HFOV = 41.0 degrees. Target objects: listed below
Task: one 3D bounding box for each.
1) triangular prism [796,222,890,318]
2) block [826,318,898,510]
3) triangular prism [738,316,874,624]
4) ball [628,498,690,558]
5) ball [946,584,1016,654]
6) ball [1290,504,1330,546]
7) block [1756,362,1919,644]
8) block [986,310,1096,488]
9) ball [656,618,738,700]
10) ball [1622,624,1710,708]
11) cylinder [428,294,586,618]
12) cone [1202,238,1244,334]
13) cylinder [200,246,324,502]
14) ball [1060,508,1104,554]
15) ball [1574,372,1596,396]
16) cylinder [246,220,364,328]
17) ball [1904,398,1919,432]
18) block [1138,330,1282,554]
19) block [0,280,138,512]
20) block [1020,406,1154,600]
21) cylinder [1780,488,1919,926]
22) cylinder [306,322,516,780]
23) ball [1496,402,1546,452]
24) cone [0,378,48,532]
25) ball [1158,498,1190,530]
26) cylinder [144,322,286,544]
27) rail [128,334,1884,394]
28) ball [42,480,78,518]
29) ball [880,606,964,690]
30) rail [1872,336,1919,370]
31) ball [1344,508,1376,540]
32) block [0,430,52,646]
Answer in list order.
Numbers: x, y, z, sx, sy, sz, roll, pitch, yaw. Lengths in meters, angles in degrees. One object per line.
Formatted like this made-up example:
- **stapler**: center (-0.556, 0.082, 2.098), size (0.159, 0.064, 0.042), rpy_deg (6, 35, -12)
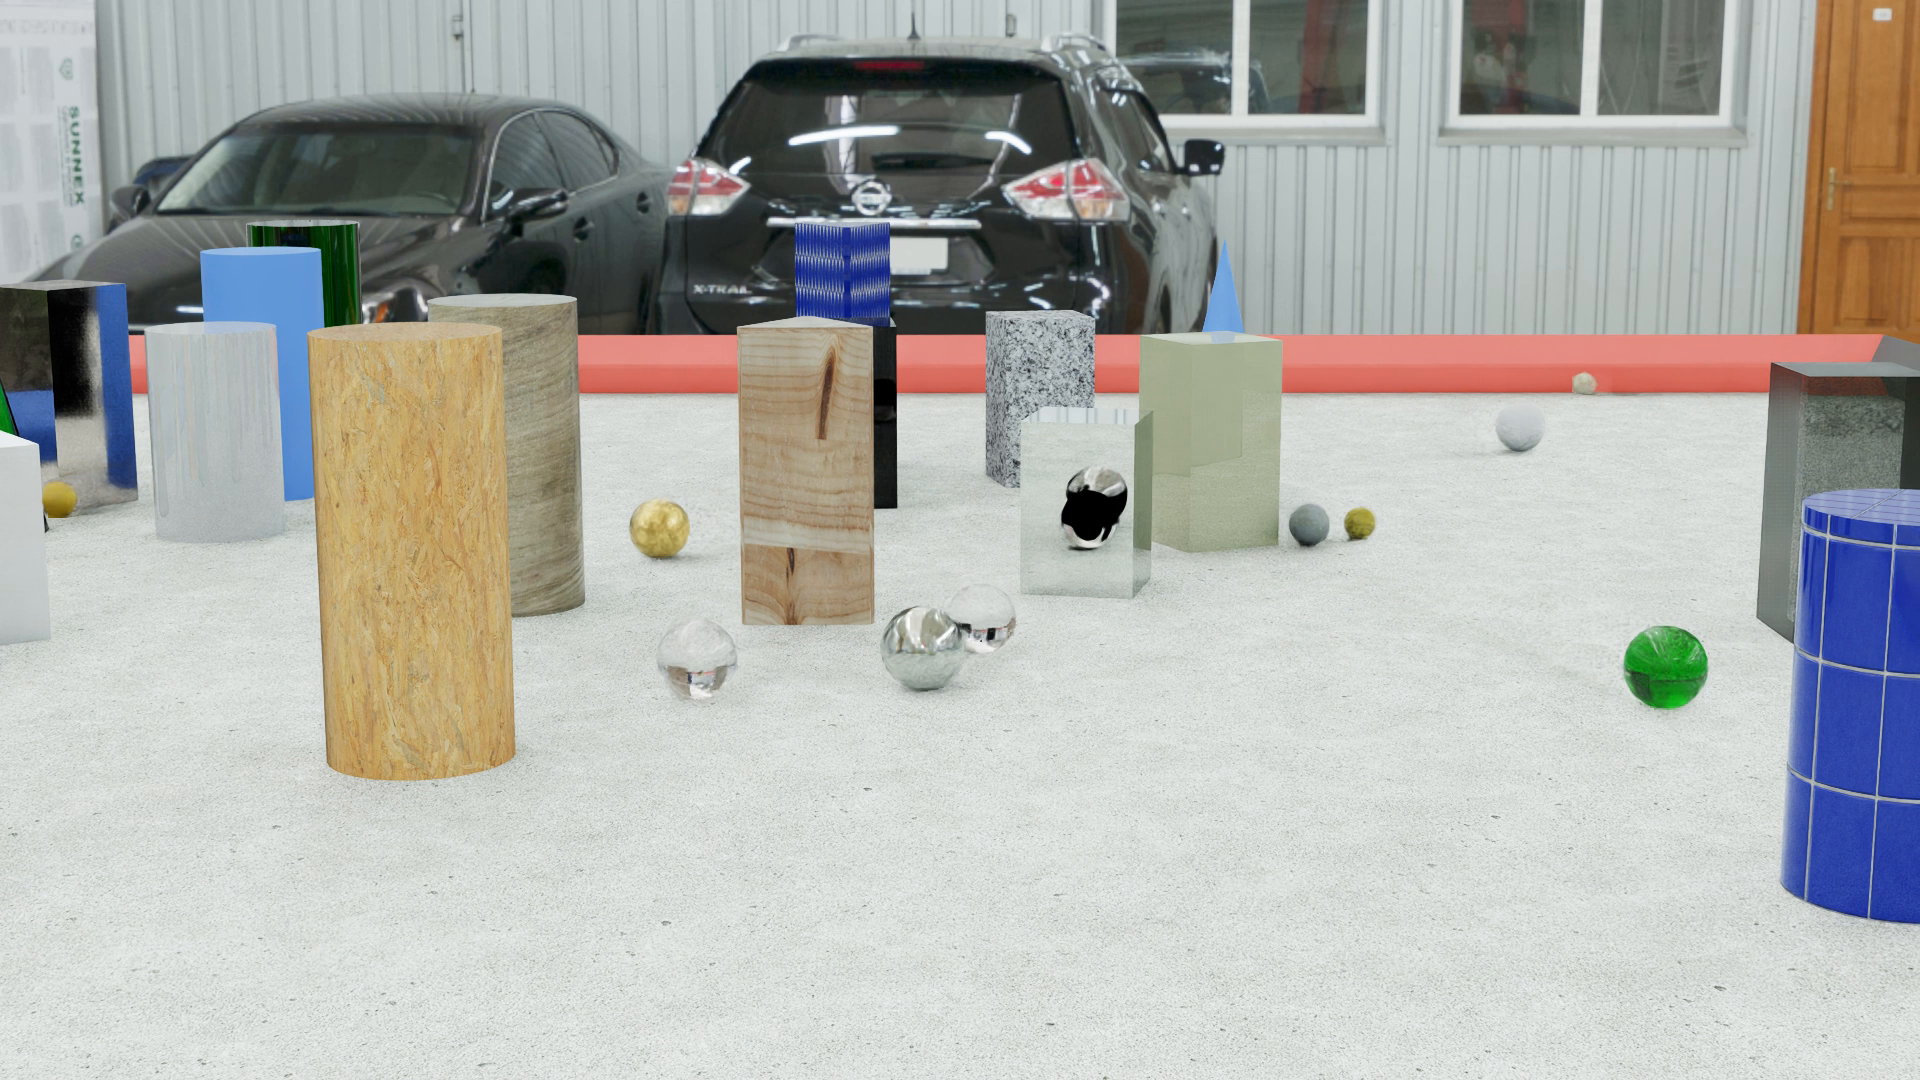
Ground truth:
- **triangular prism**: center (-0.191, -0.359, 4.712), size (0.149, 0.442, 0.172), rpy_deg (-7, 13, -35)
- **block**: center (-0.190, -0.215, 4.313), size (0.159, 0.304, 0.159), rpy_deg (-1, 11, -5)
- **triangular prism**: center (-0.203, -0.095, 3.424), size (0.172, 0.393, 0.149), rpy_deg (0, 10, -2)
- **ball**: center (-0.450, -0.018, 3.835), size (0.091, 0.091, 0.091), rpy_deg (0, 10, 0)
- **ball**: center (0.026, 0.098, 3.214), size (0.088, 0.088, 0.088), rpy_deg (0, 10, 0)
- **ball**: center (0.537, -0.023, 3.939), size (0.063, 0.063, 0.063), rpy_deg (0, 10, 0)
- **block**: center (1.142, -0.050, 3.317), size (0.159, 0.343, 0.159), rpy_deg (0, 10, 1)
- **block**: center (0.141, -0.252, 4.543), size (0.159, 0.293, 0.159), rpy_deg (-2, 11, -12)
- **ball**: center (-0.306, 0.138, 2.982), size (0.094, 0.094, 0.094), rpy_deg (0, 10, 0)
- **ball**: center (0.808, 0.145, 2.939), size (0.096, 0.096, 0.096), rpy_deg (0, 10, 0)
- **cylinder**: center (-0.615, -0.118, 3.483), size (0.198, 0.415, 0.198), rpy_deg (0, 10, 0)
- **cone**: center (0.440, -0.284, 4.306), size (0.198, 0.443, 0.198), rpy_deg (0, 10, 0)
- **cylinder**: center (-1.186, -0.286, 4.390), size (0.198, 0.416, 0.198), rpy_deg (0, 10, 0)
- **ball**: center (0.184, -0.013, 3.872), size (0.068, 0.068, 0.068), rpy_deg (0, 10, 0)
- **ball**: center (1.396, -0.349, 5.731), size (0.052, 0.052, 0.052), rpy_deg (0, 10, 0)
- **cylinder**: center (-1.185, -0.352, 4.664), size (0.198, 0.446, 0.198), rpy_deg (0, 10, 0)
- **ball**: center (1.937, -0.253, 5.171), size (0.066, 0.066, 0.066), rpy_deg (0, 10, 0)
- **block**: center (0.383, -0.154, 3.953), size (0.159, 0.316, 0.159), rpy_deg (-5, 12, -25)
- **block**: center (-1.504, -0.244, 4.296), size (0.159, 0.367, 0.159), rpy_deg (7, 12, 32)
- **block**: center (0.180, -0.055, 3.616), size (0.159, 0.243, 0.159), rpy_deg (3, 11, 13)
- **cylinder**: center (0.837, 0.142, 2.265), size (0.198, 0.347, 0.198), rpy_deg (0, 10, 0)
- **cylinder**: center (-0.575, 0.007, 2.702), size (0.198, 0.454, 0.198), rpy_deg (0, 10, 0)
- **ball**: center (1.069, -0.216, 4.896), size (0.095, 0.095, 0.095), rpy_deg (0, 10, 0)
- **cone**: center (-1.543, -0.224, 4.012), size (0.198, 0.431, 0.198), rpy_deg (0, 10, 0)
- **ball**: center (0.341, -0.042, 4.074), size (0.051, 0.051, 0.051), rpy_deg (0, 10, 0)
- **cylinder**: center (-1.168, -0.172, 4.027), size (0.198, 0.323, 0.198), rpy_deg (0, 10, 0)
- **rail**: center (-0.013, -0.392, 5.744), size (4.184, 0.129, 0.045), rpy_deg (0, 10, 0)
- **ball**: center (-1.469, -0.066, 4.176), size (0.061, 0.061, 0.061), rpy_deg (0, 10, 0)
- **ball**: center (-0.045, 0.127, 3.028), size (0.099, 0.099, 0.099), rpy_deg (0, 10, 0)
- **rail**: center (2.068, 0.031, 3.460), size (0.045, 0.129, 4.717), rpy_deg (0, 10, 0)
- **ball**: center (0.621, -0.026, 3.990), size (0.050, 0.050, 0.050), rpy_deg (0, 10, 0)
- **block**: center (-1.279, 0.000, 3.291), size (0.159, 0.253, 0.159), rpy_deg (-8, 13, -37)
